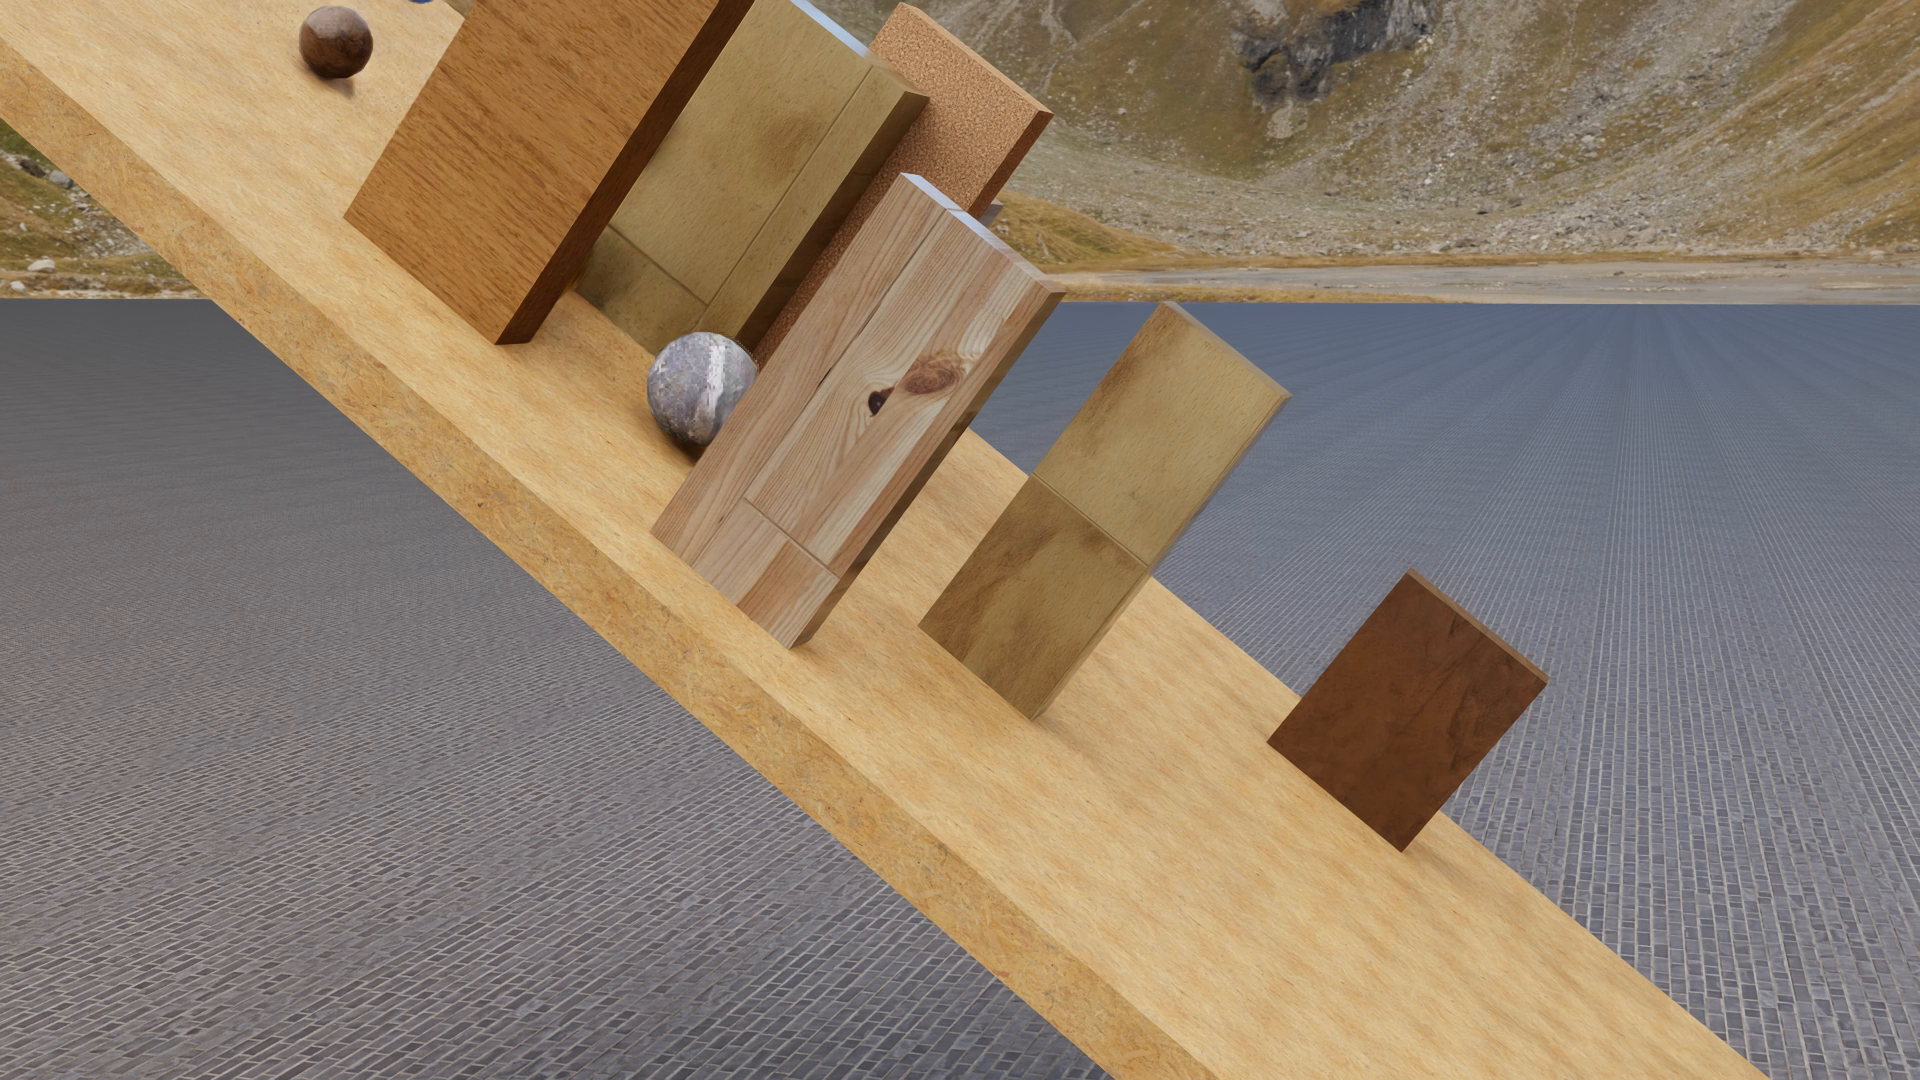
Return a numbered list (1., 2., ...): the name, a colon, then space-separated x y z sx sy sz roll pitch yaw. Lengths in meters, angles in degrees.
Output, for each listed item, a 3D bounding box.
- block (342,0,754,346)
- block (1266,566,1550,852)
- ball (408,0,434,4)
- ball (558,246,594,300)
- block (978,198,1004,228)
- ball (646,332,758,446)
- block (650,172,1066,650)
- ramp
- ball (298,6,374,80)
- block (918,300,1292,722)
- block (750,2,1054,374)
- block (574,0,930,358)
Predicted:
1. block: -0.650 -0.721 3.546 0.343 0.756 0.119 39 16 9
2. block: 0.890 0.338 4.386 0.344 0.447 0.088 39 16 9
3. ball: -0.966 -1.019 3.930 0.117 0.117 0.117 0 7 0
4. ball: -0.734 -0.508 3.778 0.205 0.205 0.205 0 7 0
5. block: -0.195 -0.696 5.000 0.388 0.453 0.119 39 16 9
6. ball: -0.431 -0.253 3.697 0.191 0.191 0.191 0 7 0
7. block: -0.157 -0.185 3.243 0.280 0.664 0.091 39 16 9
8. ramp: -0.047 0.105 4.062 4.000 0.100 2.000 39 16 9
9. ball: -1.187 -0.947 4.183 0.137 0.137 0.137 0 7 0
10. block: 0.235 -0.045 3.640 0.252 0.685 0.093 39 16 9
11. block: -0.189 -0.581 4.107 0.328 0.768 0.109 39 16 9
12. block: -0.399 -0.644 4.023 0.346 0.667 0.143 39 16 9
